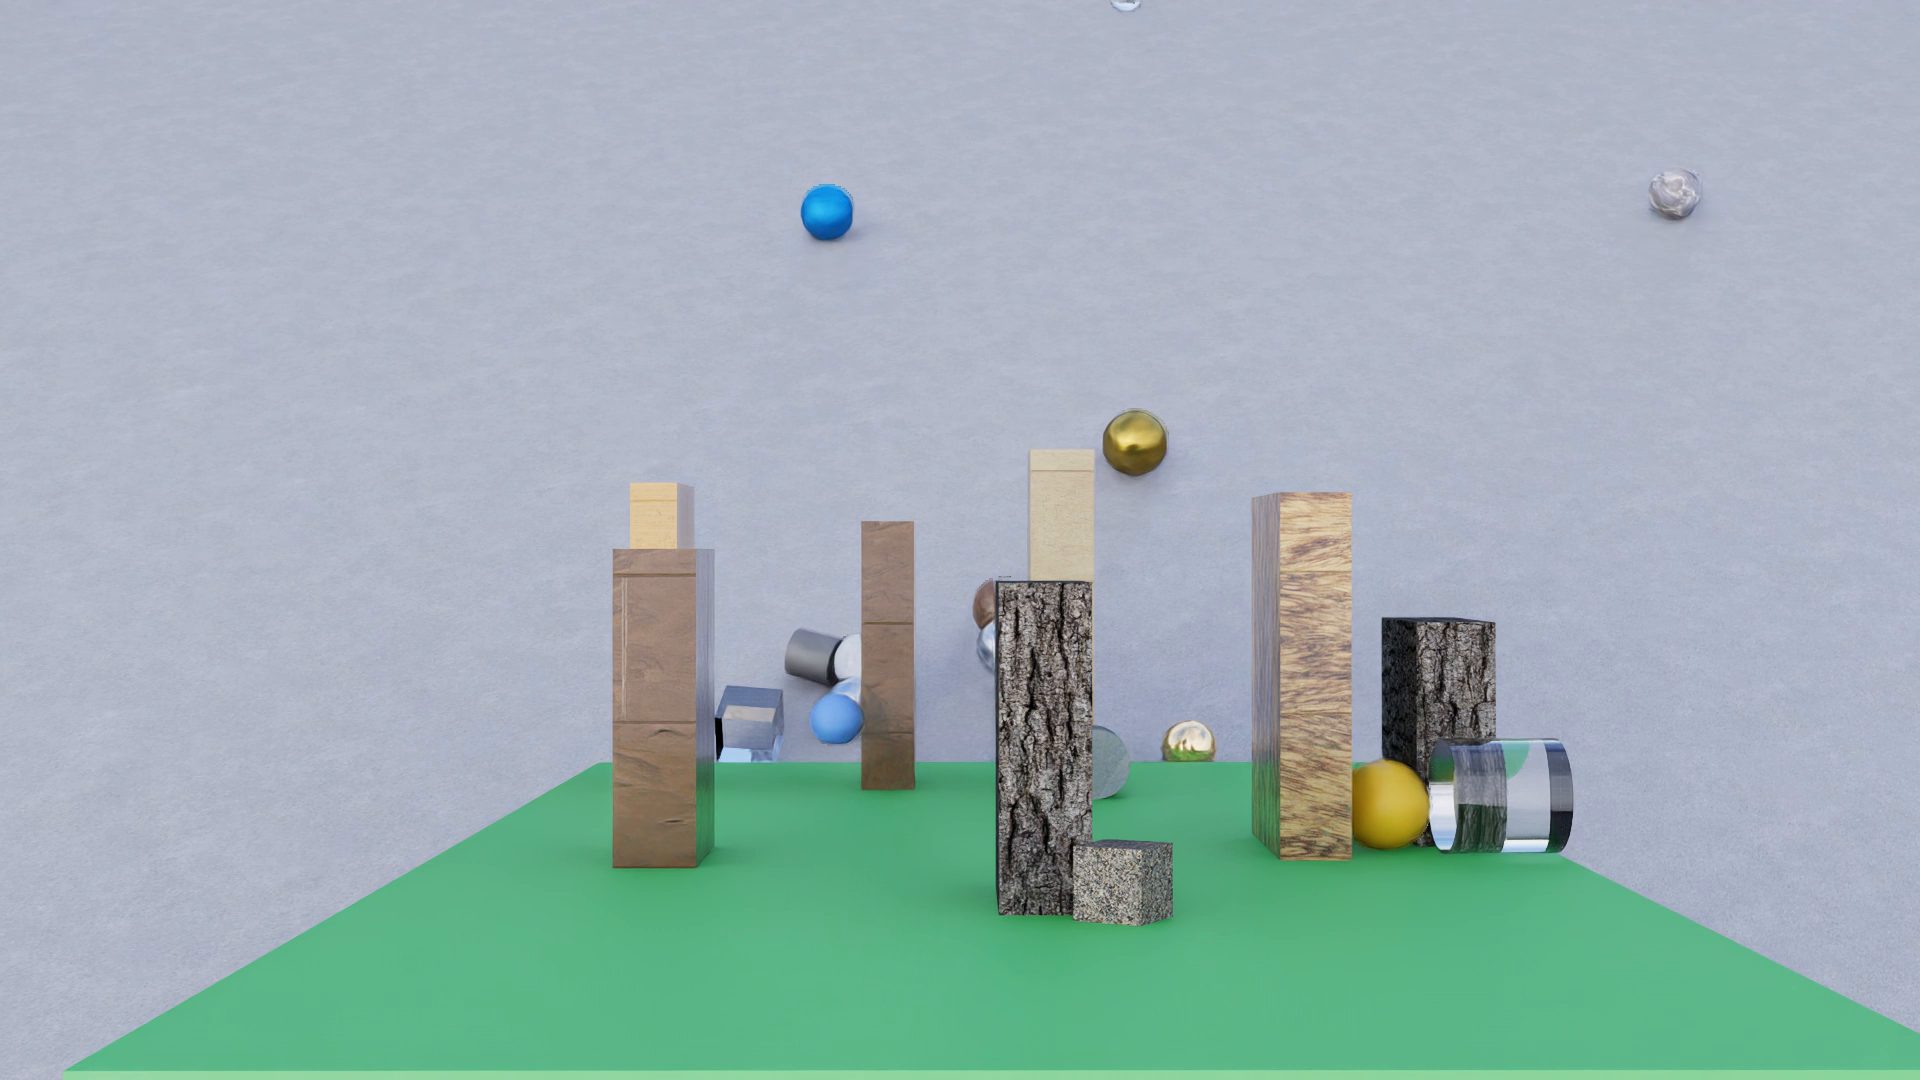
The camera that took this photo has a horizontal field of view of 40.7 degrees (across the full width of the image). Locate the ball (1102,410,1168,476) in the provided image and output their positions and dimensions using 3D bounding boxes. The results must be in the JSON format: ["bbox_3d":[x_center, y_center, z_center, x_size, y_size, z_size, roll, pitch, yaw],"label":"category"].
[{"bbox_3d":[0.547,-0.303,8.114,0.205,0.205,0.205,0,31,0],"label":"ball"}]

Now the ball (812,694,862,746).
[{"bbox_3d":[-0.279,0.406,5.866,0.117,0.117,0.117,0,31,0],"label":"ball"}]

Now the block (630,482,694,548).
[{"bbox_3d":[-0.687,0.221,5.993,0.105,0.697,0.385,0,0,0],"label":"block"}]

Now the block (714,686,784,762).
[{"bbox_3d":[-0.554,0.494,6.834,0.152,0.152,0.152,4,31,6],"label":"block"}]

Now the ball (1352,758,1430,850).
[{"bbox_3d":[0.769,0.479,4.698,0.164,0.164,0.164,0,31,0],"label":"ball"}]

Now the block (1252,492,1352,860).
[{"bbox_3d":[0.623,0.240,4.752,0.125,0.644,0.443,0,0,0],"label":"block"}]

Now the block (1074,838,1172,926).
[{"bbox_3d":[0.240,0.502,3.803,0.109,0.109,0.109,0,0,29],"label":"block"}]

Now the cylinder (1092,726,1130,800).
[{"bbox_3d":[0.298,0.492,5.745,0.153,0.153,0.153,0,0,1],"label":"cylinder"}]

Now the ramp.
[{"bbox_3d":[0.069,0.612,4.684,2.000,0.100,4.000,0,0,0],"label":"ramp"}]

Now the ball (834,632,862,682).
[{"bbox_3d":[-0.259,0.339,7.074,0.173,0.173,0.173,0,31,0],"label":"ball"}]

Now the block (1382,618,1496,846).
[{"bbox_3d":[0.910,0.358,4.941,0.145,0.411,0.393,0,0,0],"label":"block"}]

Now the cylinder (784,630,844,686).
[{"bbox_3d":[-0.396,0.323,7.141,0.130,0.130,0.130,13,33,20],"label":"cylinder"}]

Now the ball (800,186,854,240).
[{"bbox_3d":[-0.495,-1.218,9.650,0.197,0.197,0.197,0,31,0],"label":"ball"}]

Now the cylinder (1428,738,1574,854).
[{"bbox_3d":[0.966,0.458,4.640,0.207,0.207,0.207,0,31,-5],"label":"cylinder"}]

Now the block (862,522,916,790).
[{"bbox_3d":[-0.165,0.264,6.037,0.120,0.612,0.290,0,0,0],"label":"block"}]

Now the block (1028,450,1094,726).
[{"bbox_3d":[0.230,0.183,5.947,0.143,0.772,0.246,0,0,0],"label":"block"}]

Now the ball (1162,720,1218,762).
[{"bbox_3d":[0.599,0.545,6.754,0.148,0.148,0.148,0,31,0],"label":"ball"}]

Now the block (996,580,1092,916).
[{"bbox_3d":[0.127,0.311,4.009,0.139,0.493,0.332,0,0,0],"label":"block"}]

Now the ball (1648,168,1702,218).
[{"bbox_3d":[2.710,-1.314,9.816,0.191,0.191,0.191,0,31,0],"label":"ball"}]

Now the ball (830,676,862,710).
[{"bbox_3d":[-0.284,0.434,6.949,0.137,0.137,0.137,0,31,0],"label":"ball"}]

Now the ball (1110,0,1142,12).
[{"bbox_3d":[0.758,-2.486,11.817,0.147,0.147,0.147,0,31,0],"label":"ball"}]

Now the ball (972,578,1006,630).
[{"bbox_3d":[0.121,0.196,7.311,0.173,0.173,0.173,0,31,0],"label":"ball"}]

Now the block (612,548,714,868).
[{"bbox_3d":[-0.522,0.289,4.589,0.142,0.546,0.337,0,0,0],"label":"block"}]

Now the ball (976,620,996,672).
[{"bbox_3d":[0.120,0.293,7.173,0.149,0.149,0.149,0,31,0],"label":"ball"}]
